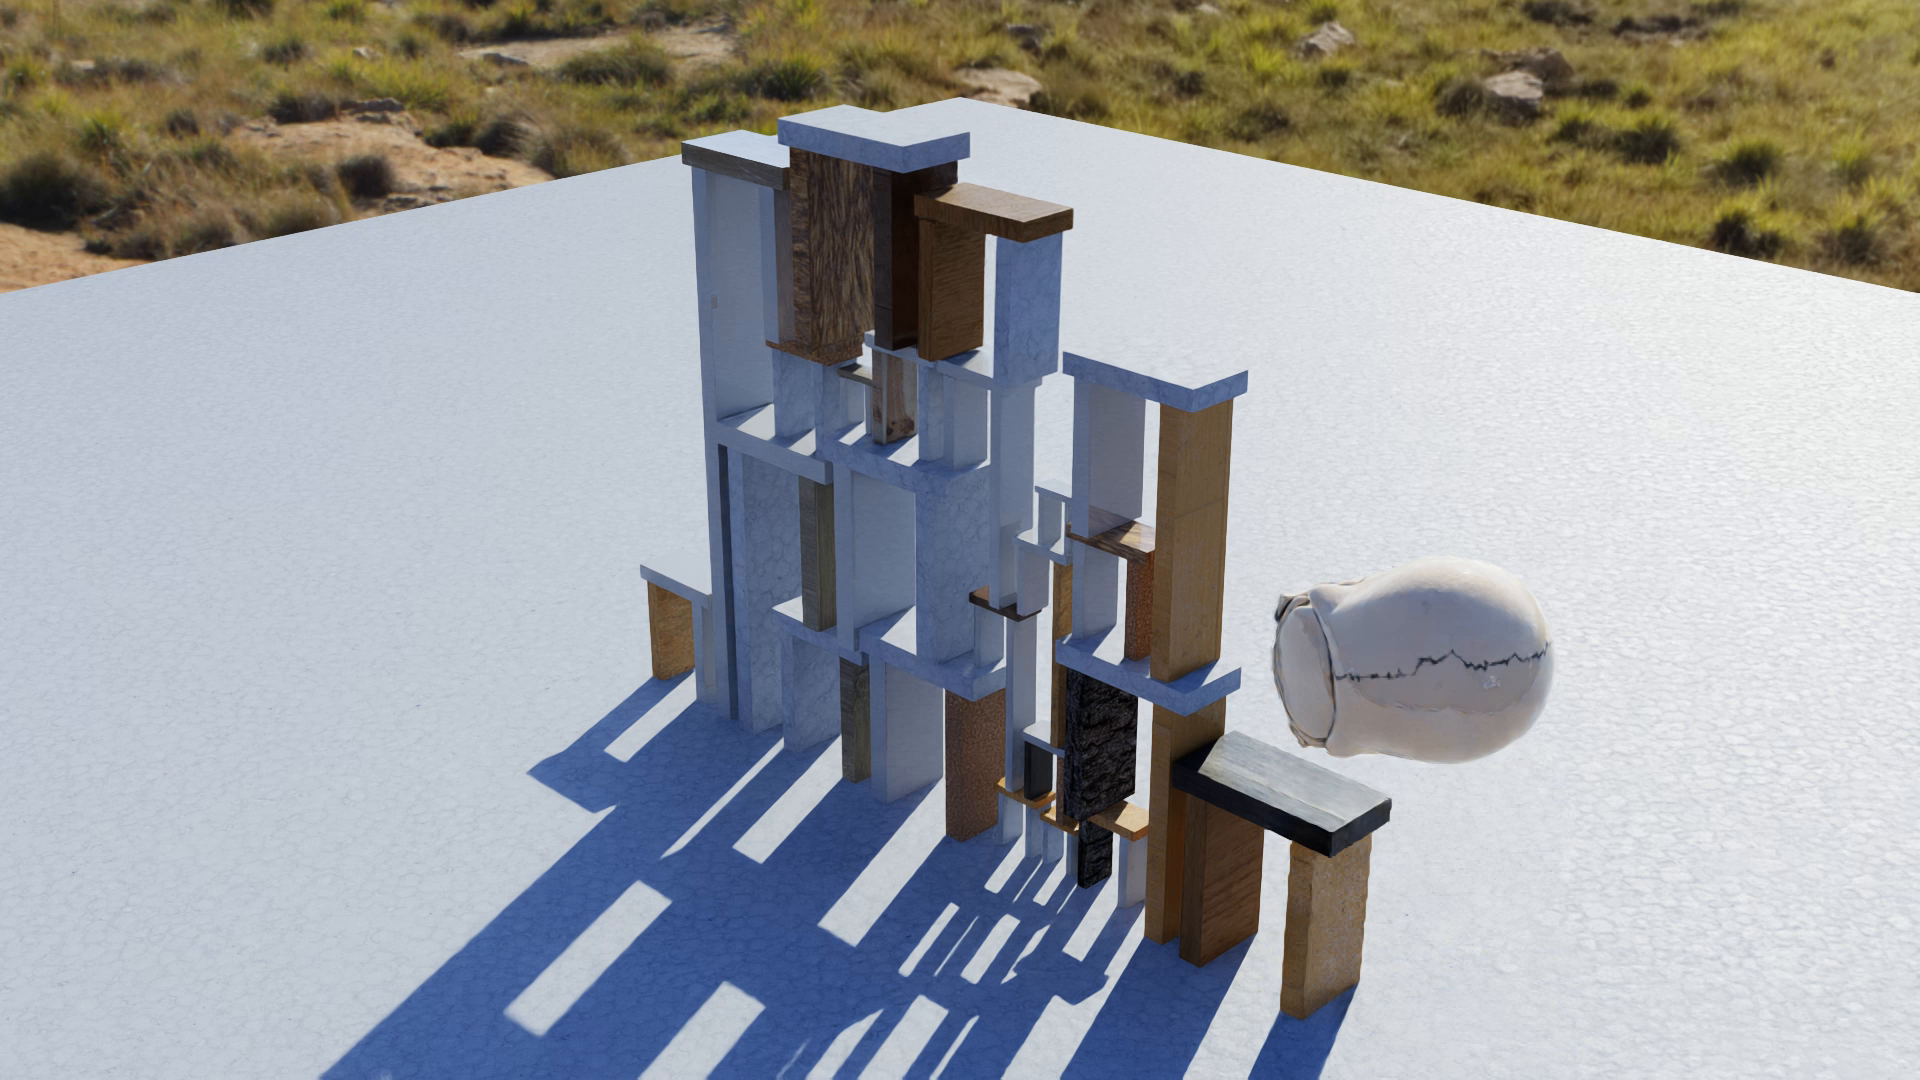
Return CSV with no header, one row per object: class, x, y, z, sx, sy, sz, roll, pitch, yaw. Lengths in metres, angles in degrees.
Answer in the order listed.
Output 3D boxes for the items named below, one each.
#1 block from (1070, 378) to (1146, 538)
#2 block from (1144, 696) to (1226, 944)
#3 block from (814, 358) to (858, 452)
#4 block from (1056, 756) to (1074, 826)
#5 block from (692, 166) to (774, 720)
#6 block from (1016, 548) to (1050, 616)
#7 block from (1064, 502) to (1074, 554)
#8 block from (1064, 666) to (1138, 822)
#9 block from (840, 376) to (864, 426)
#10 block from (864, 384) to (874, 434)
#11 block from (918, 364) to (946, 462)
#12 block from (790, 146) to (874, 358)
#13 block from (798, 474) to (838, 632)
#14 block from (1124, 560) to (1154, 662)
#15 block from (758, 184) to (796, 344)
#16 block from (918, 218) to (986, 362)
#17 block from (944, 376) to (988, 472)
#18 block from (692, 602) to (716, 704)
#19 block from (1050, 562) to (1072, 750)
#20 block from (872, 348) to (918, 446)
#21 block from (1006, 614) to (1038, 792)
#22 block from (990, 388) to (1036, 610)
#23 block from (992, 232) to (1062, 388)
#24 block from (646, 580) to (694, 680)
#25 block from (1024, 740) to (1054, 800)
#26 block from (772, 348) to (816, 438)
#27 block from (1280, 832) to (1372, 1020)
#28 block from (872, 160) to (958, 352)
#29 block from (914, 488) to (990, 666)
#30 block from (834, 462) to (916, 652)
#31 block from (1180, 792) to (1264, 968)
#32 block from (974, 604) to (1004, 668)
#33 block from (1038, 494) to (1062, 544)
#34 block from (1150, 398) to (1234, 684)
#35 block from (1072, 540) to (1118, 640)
block,0.262,-0.161,3.874,0.145,0.290,0.041,-21,31,-41
block,0.408,0.492,3.986,0.043,0.481,0.153,21,31,41
block,-0.246,-0.274,4.376,0.026,0.186,0.093,21,31,40
block,0.211,0.469,4.195,0.063,0.149,0.018,-21,31,-41
block,-0.464,-0.195,4.651,0.044,1.226,0.156,21,31,41
block,0.137,0.069,4.100,0.067,0.134,0.019,-21,31,-40
block,0.210,-0.027,3.981,0.049,0.097,0.014,-21,31,-41
block,0.263,0.356,4.085,0.153,0.307,0.043,-21,31,-41
block,-0.212,-0.278,4.332,0.014,0.101,0.050,19,29,39
block,-0.162,-0.260,4.290,0.050,0.101,0.014,-21,31,-40
block,-0.035,-0.251,4.155,0.095,0.190,0.027,-21,31,-41
block,-0.243,-0.567,4.238,0.170,0.407,0.048,-22,31,-40
block,-0.247,0.006,4.500,0.167,0.334,0.047,-21,31,-41
block,0.336,0.112,3.911,0.027,0.190,0.095,21,31,41
block,-0.317,-0.557,4.335,0.156,0.312,0.044,-22,31,-40
block,-0.015,-0.468,4.018,0.131,0.263,0.037,-22,34,-39
block,0.011,-0.228,4.111,0.026,0.182,0.091,21,31,41
block,-0.535,0.233,4.904,0.034,0.239,0.120,21,31,41
block,0.200,0.207,4.090,0.067,0.380,0.019,-21,31,-41
block,-0.125,-0.286,4.237,0.095,0.190,0.027,-21,31,-41
block,0.117,0.309,4.226,0.018,0.370,0.065,21,31,41
block,0.096,-0.082,4.080,0.091,0.427,0.026,-21,31,-41
block,0.120,-0.417,3.910,0.131,0.272,0.037,-21,33,-41
block,-0.648,0.189,5.008,0.034,0.239,0.120,21,31,41
block,0.152,0.435,4.244,0.063,0.125,0.018,-21,31,-40
block,-0.334,-0.309,4.456,0.026,0.186,0.093,21,31,40
block,0.634,0.645,3.806,0.048,0.340,0.170,21,31,41
block,-0.082,-0.536,4.078,0.048,0.340,0.170,22,31,40
block,-0.007,0.054,4.247,0.049,0.346,0.173,21,31,41
block,-0.169,0.013,4.407,0.049,0.395,0.173,21,31,41
block,0.474,0.582,3.953,0.048,0.340,0.170,21,31,41
block,0.056,0.175,4.236,0.018,0.131,0.065,21,31,41
block,0.165,-0.045,4.024,0.014,0.097,0.049,21,31,41
block,0.399,-0.008,3.790,0.041,0.507,0.145,21,31,41
block,0.246,0.077,3.994,0.095,0.190,0.027,-21,31,-41
